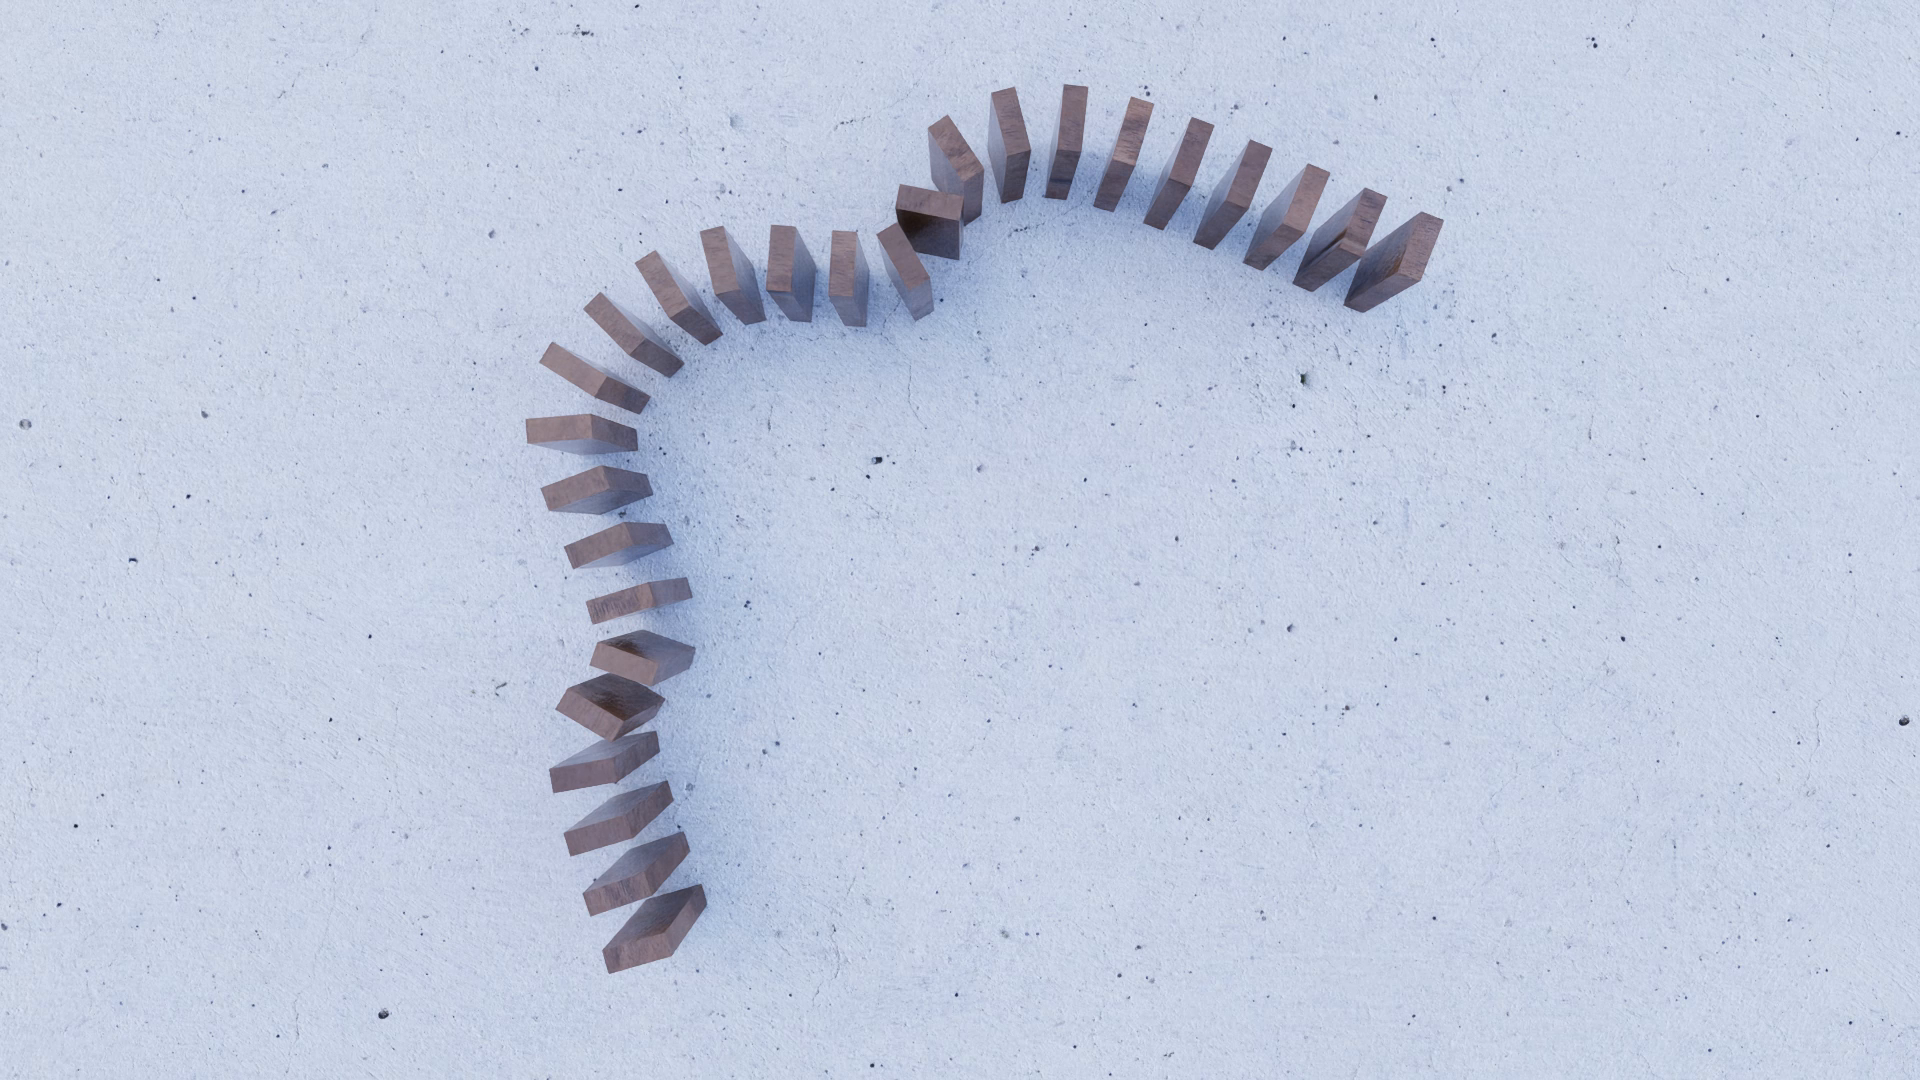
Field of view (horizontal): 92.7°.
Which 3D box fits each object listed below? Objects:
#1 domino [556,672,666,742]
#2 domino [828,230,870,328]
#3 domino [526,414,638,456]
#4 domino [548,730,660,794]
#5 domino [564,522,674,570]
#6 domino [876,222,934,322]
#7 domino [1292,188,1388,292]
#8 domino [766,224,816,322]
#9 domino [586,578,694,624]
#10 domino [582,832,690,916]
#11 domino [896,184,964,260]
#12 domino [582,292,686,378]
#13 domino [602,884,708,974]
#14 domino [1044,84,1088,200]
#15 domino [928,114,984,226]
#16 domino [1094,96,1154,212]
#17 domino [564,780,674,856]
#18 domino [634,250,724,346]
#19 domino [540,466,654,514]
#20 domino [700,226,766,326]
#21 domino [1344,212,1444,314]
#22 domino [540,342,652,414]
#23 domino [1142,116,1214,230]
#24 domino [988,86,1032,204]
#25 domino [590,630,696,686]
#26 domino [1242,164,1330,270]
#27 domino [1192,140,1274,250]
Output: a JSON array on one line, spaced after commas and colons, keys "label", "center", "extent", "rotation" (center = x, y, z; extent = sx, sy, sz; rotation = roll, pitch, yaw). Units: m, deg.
[{"label": "domino", "center": [-0.142, 0.067, 0.375], "extent": [0.025, 0.050, 0.010], "rotation": [31, 90, 0]}, {"label": "domino", "center": [-0.045, -0.106, 0.375], "extent": [0.010, 0.050, 0.025], "rotation": [3, 90, 0]}, {"label": "domino", "center": [-0.153, -0.043, 0.375], "extent": [0.025, 0.050, 0.009], "rotation": [-5, 90, 0]}, {"label": "domino", "center": [-0.144, 0.090, 0.375], "extent": [0.025, 0.050, 0.010], "rotation": [-10, 90, 0]}, {"label": "domino", "center": [-0.138, 0.002, 0.375], "extent": [0.025, 0.050, 0.010], "rotation": [-22, 90, 0]}, {"label": "domino", "center": [-0.022, -0.108, 0.375], "extent": [0.010, 0.050, 0.025], "rotation": [-30, 90, 0]}, {"label": "domino", "center": [0.154, -0.121, 0.375], "extent": [0.009, 0.050, 0.025], "rotation": [23, 90, 0]}, {"label": "domino", "center": [-0.069, -0.108, 0.375], "extent": [0.010, 0.050, 0.025], "rotation": [5, 90, 0]}, {"label": "domino", "center": [-0.130, 0.024, 0.375], "extent": [0.025, 0.050, 0.010], "rotation": [-17, 90, 0]}, {"label": "domino", "center": [-0.131, 0.135, 0.375], "extent": [0.025, 0.050, 0.010], "rotation": [-19, 90, 0]}, {"label": "domino", "center": [-0.012, -0.129, 0.375], "extent": [0.025, 0.050, 0.009], "rotation": [11, 90, 0]}, {"label": "domino", "center": [-0.132, -0.083, 0.375], "extent": [0.010, 0.050, 0.025], "rotation": [-45, 90, 0]}, {"label": "domino", "center": [-0.124, 0.158, 0.375], "extent": [0.025, 0.050, 0.009], "rotation": [-16, 90, 0]}, {"label": "domino", "center": [0.043, -0.161, 0.375], "extent": [0.009, 0.050, 0.025], "rotation": [6, 90, 0]}, {"label": "domino", "center": [-0.002, -0.150, 0.375], "extent": [0.009, 0.050, 0.025], "rotation": [-34, 90, 0]}, {"label": "domino", "center": [0.066, -0.156, 0.375], "extent": [0.009, 0.050, 0.025], "rotation": [17, 90, 0]}, {"label": "domino", "center": [-0.138, 0.113, 0.375], "extent": [0.025, 0.050, 0.009], "rotation": [-17, 90, 0]}, {"label": "domino", "center": [-0.114, -0.098, 0.375], "extent": [0.010, 0.050, 0.025], "rotation": [-32, 90, 0]}, {"label": "domino", "center": [-0.147, -0.020, 0.375], "extent": [0.025, 0.050, 0.009], "rotation": [-21, 90, 0]}, {"label": "domino", "center": [-0.092, -0.107, 0.375], "extent": [0.009, 0.050, 0.025], "rotation": [-14, 90, 0]}, {"label": "domino", "center": [0.176, -0.112, 0.375], "extent": [0.010, 0.050, 0.025], "rotation": [21, 90, 0]}, {"label": "domino", "center": [-0.148, -0.065, 0.375], "extent": [0.025, 0.050, 0.009], "rotation": [32, 90, 0]}, {"label": "domino", "center": [0.089, -0.148, 0.375], "extent": [0.010, 0.050, 0.025], "rotation": [21, 90, 0]}, {"label": "domino", "center": [0.020, -0.160, 0.375], "extent": [0.009, 0.050, 0.025], "rotation": [-14, 90, 0]}, {"label": "domino", "center": [-0.128, 0.048, 0.375], "extent": [0.025, 0.050, 0.010], "rotation": [19, 90, 0]}, {"label": "domino", "center": [0.132, -0.131, 0.375], "extent": [0.009, 0.050, 0.025], "rotation": [23, 90, 0]}, {"label": "domino", "center": [0.111, -0.140, 0.375], "extent": [0.010, 0.050, 0.025], "rotation": [22, 90, 0]}]
